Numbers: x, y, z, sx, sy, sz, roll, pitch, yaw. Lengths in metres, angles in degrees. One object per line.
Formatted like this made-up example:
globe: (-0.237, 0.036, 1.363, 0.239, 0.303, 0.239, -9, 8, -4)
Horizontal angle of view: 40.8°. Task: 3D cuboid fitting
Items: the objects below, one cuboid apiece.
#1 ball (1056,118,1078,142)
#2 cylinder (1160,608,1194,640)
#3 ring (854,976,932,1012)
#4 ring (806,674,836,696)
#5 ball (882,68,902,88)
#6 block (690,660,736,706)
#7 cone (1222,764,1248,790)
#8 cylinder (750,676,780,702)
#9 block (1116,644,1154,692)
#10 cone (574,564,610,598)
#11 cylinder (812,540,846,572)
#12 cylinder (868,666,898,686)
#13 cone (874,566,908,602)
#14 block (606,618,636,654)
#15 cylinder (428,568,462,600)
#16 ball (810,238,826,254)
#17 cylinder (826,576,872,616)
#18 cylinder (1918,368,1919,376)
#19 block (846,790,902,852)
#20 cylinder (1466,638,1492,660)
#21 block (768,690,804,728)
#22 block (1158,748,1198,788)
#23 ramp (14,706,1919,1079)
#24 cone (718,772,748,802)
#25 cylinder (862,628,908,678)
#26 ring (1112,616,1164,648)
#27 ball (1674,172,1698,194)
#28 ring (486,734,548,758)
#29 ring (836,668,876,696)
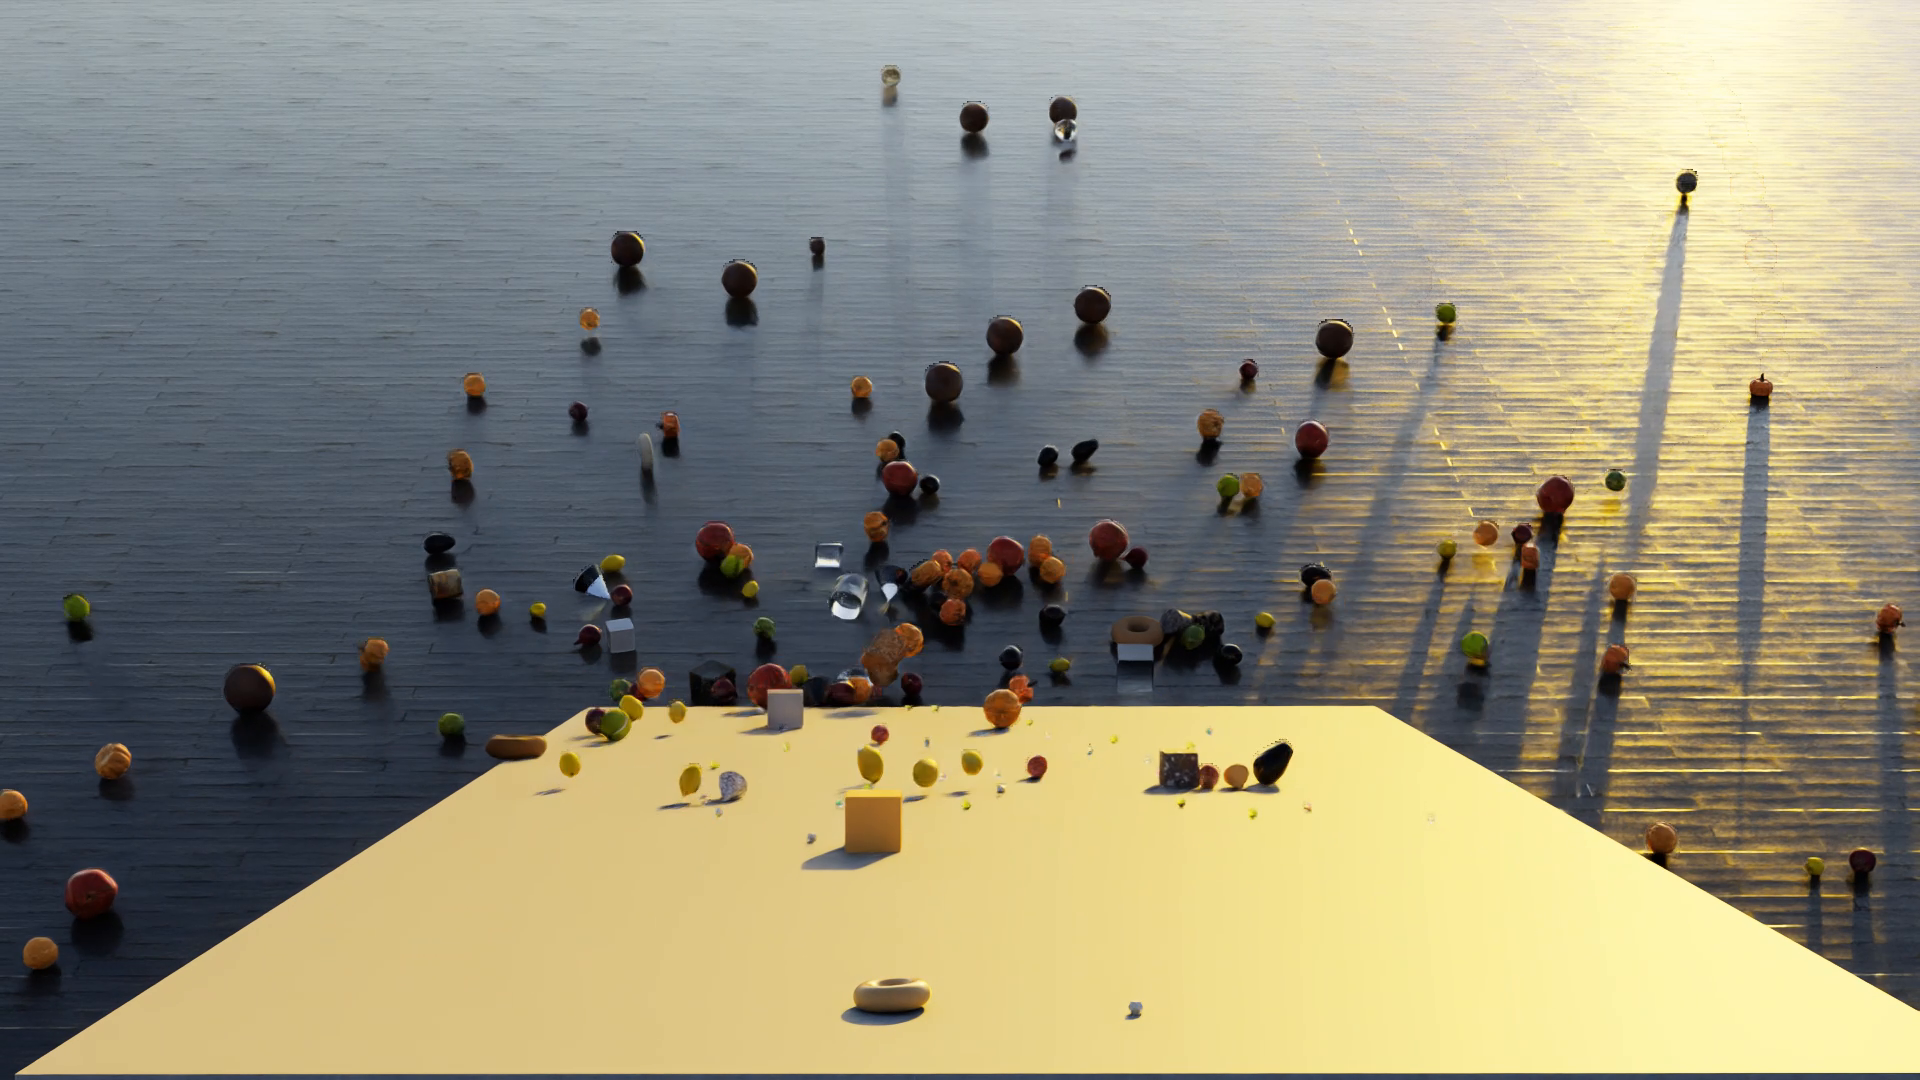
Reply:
ball: (0.466, -1.796, 11.291, 0.098, 0.098, 0.098, 0, 26, 0)
cylinder: (0.595, 0.230, 7.066, 0.070, 0.070, 0.070, 24, 1, 41)
ring: (-0.076, 0.507, 2.877, 0.088, 0.029, 0.088, -4, 0, 0)
ring: (-0.371, 0.386, 6.817, 0.094, 0.031, 0.094, -3, 25, 2)
ball: (-0.321, -2.166, 12.073, 0.090, 0.090, 0.090, 0, 26, 0)
block: (-0.648, 0.379, 6.769, 0.085, 0.085, 0.085, 17, 30, 31)
cone: (0.525, 0.457, 4.865, 0.050, 0.050, 0.050, -3, 28, -6)
cylinder: (-0.512, 0.393, 6.771, 0.055, 0.055, 0.055, 20, 32, 32)
block: (0.465, 0.339, 6.844, 0.093, 0.093, 0.093, 1, 26, 2)
cone: (-1.026, 0.138, 7.320, 0.096, 0.096, 0.096, 41, 40, 16)
cylinder: (-0.380, 0.045, 7.483, 0.070, 0.070, 0.070, 35, 34, 7)
cylinder: (-0.207, 0.330, 6.806, 0.079, 0.079, 0.079, -4, 48, -9)
cone: (-0.199, 0.138, 7.320, 0.095, 0.095, 0.095, 2, 52, 4)
block: (-0.926, 0.261, 7.037, 0.066, 0.066, 0.066, -8, 27, -16)
cylinder: (-1.457, 0.127, 7.302, 0.079, 0.079, 0.079, -11, 28, -22)
ball: (-0.547, -1.131, 9.944, 0.064, 0.064, 0.064, 0, 26, 0)
cylinder: (-0.309, 0.156, 7.210, 0.096, 0.096, 0.096, 10, 12, 19)
cylinder: (3.315, -0.571, 8.742, 0.088, 0.088, 0.088, -15, 31, -28)
block: (-0.137, 0.446, 4.099, 0.087, 0.087, 0.087, 0, 2, 0)
cylinder: (1.405, 0.296, 6.975, 0.052, 0.052, 0.052, 12, 28, 28)
block: (-0.409, 0.396, 6.048, 0.083, 0.083, 0.083, 0, 2, -3)
block: (0.417, 0.435, 4.919, 0.065, 0.065, 0.065, 0, 2, -6)
ramp: (0.058, 0.527, 4.564, 2.000, 0.100, 4.000, 0, 2, 0)
cone: (-0.422, 0.461, 4.701, 0.057, 0.057, 0.057, 6, 30, 12)
cylinder: (-0.194, 0.291, 6.628, 0.089, 0.089, 0.089, 12, 47, 23)
ring: (0.488, 0.254, 7.071, 0.149, 0.050, 0.149, -1, 26, 1)
ball: (2.993, -1.472, 10.623, 0.092, 0.092, 0.092, 0, 26, 0)
ring: (-0.932, 0.434, 5.424, 0.128, 0.043, 0.128, -1, 1, 0)
ring: (-0.272, 0.378, 6.827, 0.113, 0.038, 0.113, 0, 27, 0)
